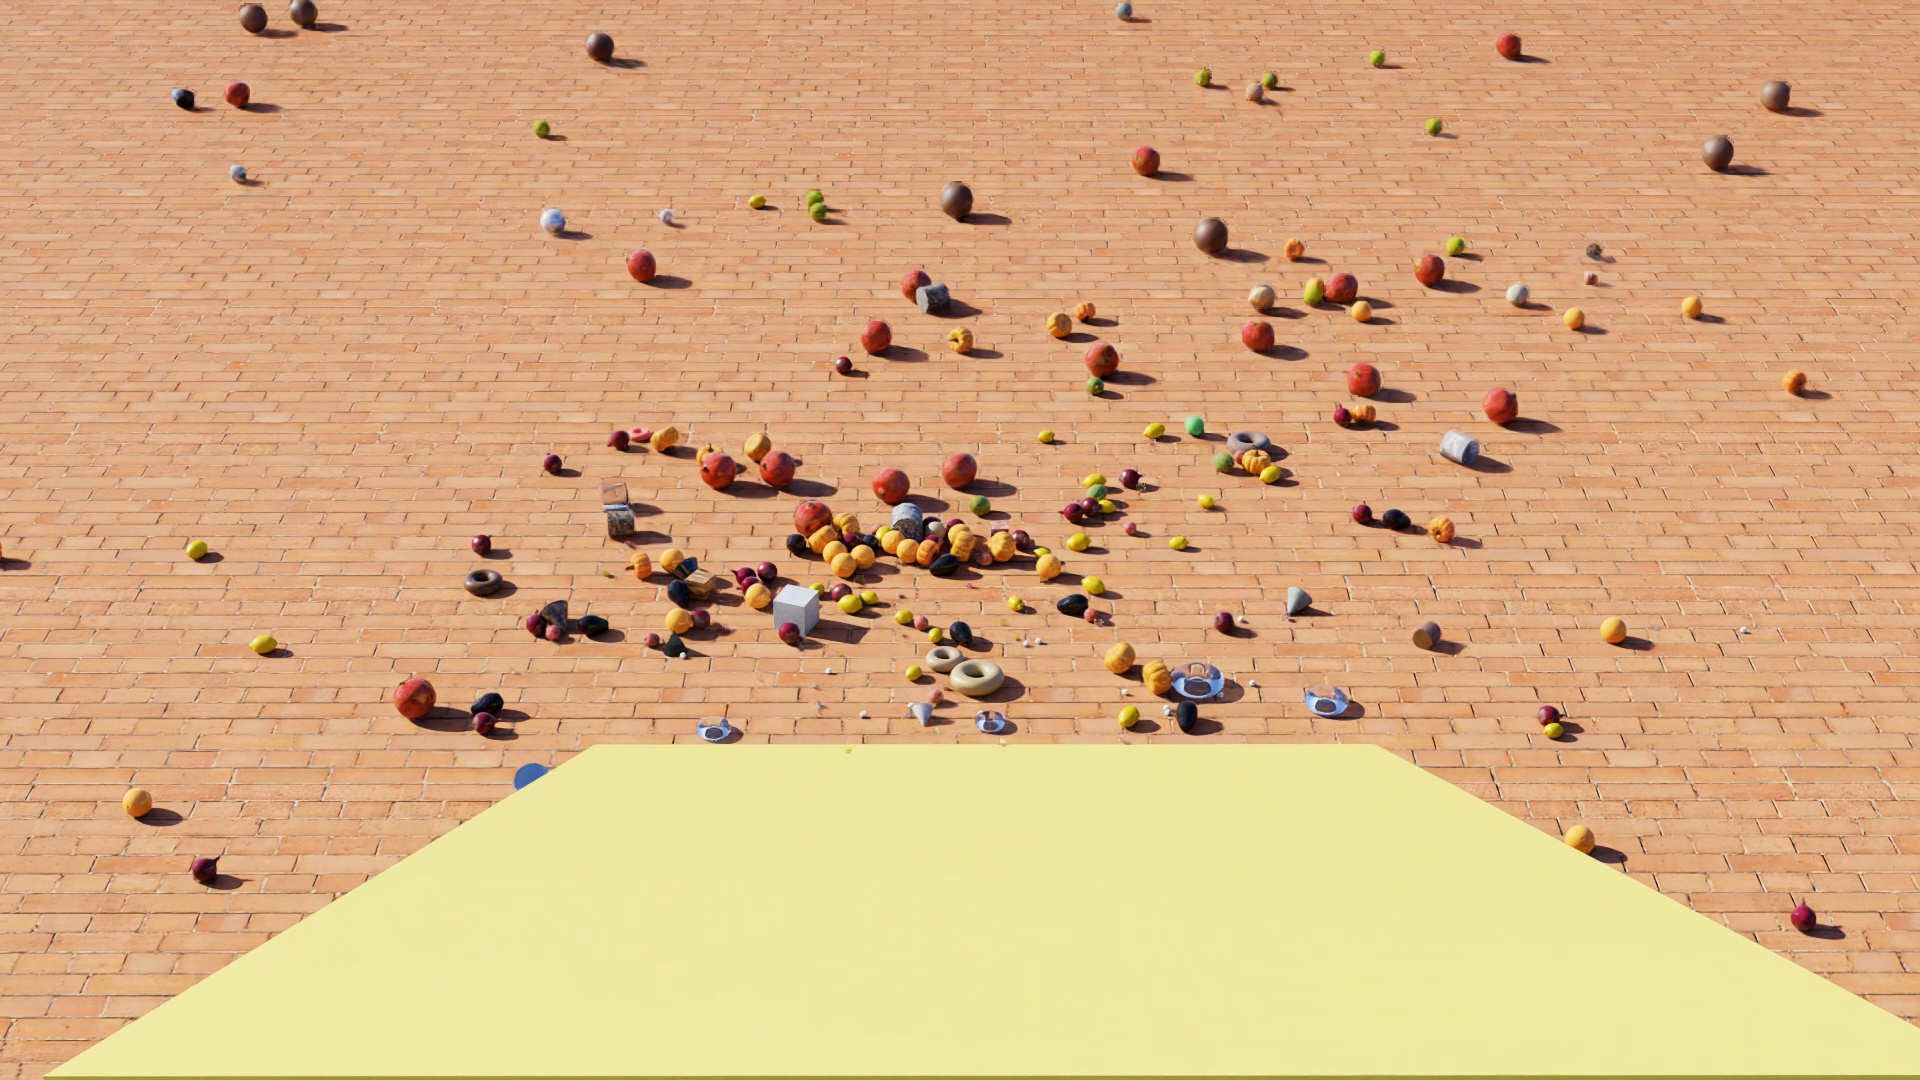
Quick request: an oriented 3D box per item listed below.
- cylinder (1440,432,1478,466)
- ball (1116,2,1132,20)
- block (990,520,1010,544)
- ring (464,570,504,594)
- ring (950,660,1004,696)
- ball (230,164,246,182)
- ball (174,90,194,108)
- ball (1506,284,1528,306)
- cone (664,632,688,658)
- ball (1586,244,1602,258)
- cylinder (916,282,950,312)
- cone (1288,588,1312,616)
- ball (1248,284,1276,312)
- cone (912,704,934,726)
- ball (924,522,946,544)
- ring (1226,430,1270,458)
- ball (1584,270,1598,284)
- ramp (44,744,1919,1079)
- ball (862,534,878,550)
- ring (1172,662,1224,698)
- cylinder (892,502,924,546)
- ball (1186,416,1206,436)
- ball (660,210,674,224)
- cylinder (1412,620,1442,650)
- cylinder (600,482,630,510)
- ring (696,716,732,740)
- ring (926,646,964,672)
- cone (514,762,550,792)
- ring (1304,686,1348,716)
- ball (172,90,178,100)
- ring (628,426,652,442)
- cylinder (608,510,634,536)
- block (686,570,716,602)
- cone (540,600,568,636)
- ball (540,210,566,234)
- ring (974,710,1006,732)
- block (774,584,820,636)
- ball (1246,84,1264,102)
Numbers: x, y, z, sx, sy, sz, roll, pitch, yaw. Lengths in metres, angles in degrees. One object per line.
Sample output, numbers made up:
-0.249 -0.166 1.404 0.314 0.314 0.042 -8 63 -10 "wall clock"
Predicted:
1.581 -0.290 8.186 0.087 0.087 0.087 -24 37 -36 "cylinder"
0.770 -2.481 12.128 0.080 0.080 0.080 0 29 0 "ball"
0.117 -0.023 7.740 0.054 0.054 0.054 -2 29 -4 "block"
-1.383 0.121 7.498 0.115 0.038 0.115 1 29 -1 "ring"
0.046 0.374 7.032 0.148 0.049 0.148 0 28 0 "ring"
-2.879 -1.461 10.309 0.068 0.068 0.068 0 29 0 "ball"
-3.315 -1.886 11.058 0.082 0.082 0.082 0 29 0 "ball"
1.995 -0.878 9.253 0.076 0.076 0.076 0 29 0 "ball"
-0.792 0.279 7.183 0.069 0.069 0.069 0 29 0 "cone"
2.361 -1.077 9.632 0.055 0.055 0.055 0 29 0 "ball"
-0.096 -0.864 9.214 0.089 0.089 0.089 -15 33 -25 "cylinder"
0.953 0.190 7.377 0.079 0.079 0.079 19 61 30 "cone"
1.075 -0.864 9.206 0.097 0.097 0.097 0 29 0 "ball"
-0.097 0.474 6.876 0.059 0.059 0.059 -1 56 -2 "cone"
-0.073 -0.021 7.723 0.068 0.068 0.068 0 29 0 "ball"
0.922 -0.306 8.257 0.141 0.047 0.141 -1 28 1 "ring"
2.297 -0.954 9.416 0.051 0.051 0.051 0 29 0 "ball"
0.065 0.585 4.633 2.000 0.100 4.000 0 0 0 "ramp"
-0.268 0.007 7.690 0.050 0.050 0.050 0 29 0 "ball"
0.646 0.381 7.023 0.144 0.048 0.144 -1 30 0 "ring"
-0.159 -0.046 7.739 0.096 0.096 0.096 -1 29 -1 "cylinder"
0.760 -0.368 8.350 0.063 0.063 0.063 0 29 0 "ball"
-1.127 -1.239 9.922 0.056 0.056 0.056 0 29 0 "ball"
1.303 0.265 7.217 0.060 0.060 0.060 19 34 30 "cylinder"
-1.058 -0.132 7.914 0.077 0.077 0.077 -10 30 -12 "cylinder"
-0.651 0.497 6.831 0.092 0.031 0.092 1 30 -1 "ring"
-0.042 0.328 7.129 0.107 0.036 0.107 -1 28 0 "ring"
-1.086 0.611 6.612 0.096 0.096 0.096 -2 2 -3 "cone"
0.983 0.430 6.941 0.119 0.040 0.119 1 28 -1 "ring"
-3.368 -1.914 11.138 0.053 0.053 0.053 0 29 0 "ball"
-1.034 -0.342 8.343 0.075 0.025 0.075 -1 30 1 "ring"
-1.017 -0.049 7.765 0.077 0.077 0.077 -3 29 -5 "cylinder"
-0.747 0.133 7.452 0.062 0.062 0.062 13 32 22 "block"
-1.127 0.233 7.294 0.091 0.091 0.091 -17 60 -28 "cone"
-1.548 -1.212 9.835 0.093 0.093 0.093 0 29 0 "ball"
0.080 0.481 6.863 0.083 0.028 0.083 -1 28 0 "ring"
-0.462 0.199 7.299 0.096 0.096 0.096 11 31 19 "block"
1.268 -1.927 11.135 0.079 0.079 0.079 0 29 0 "ball"
